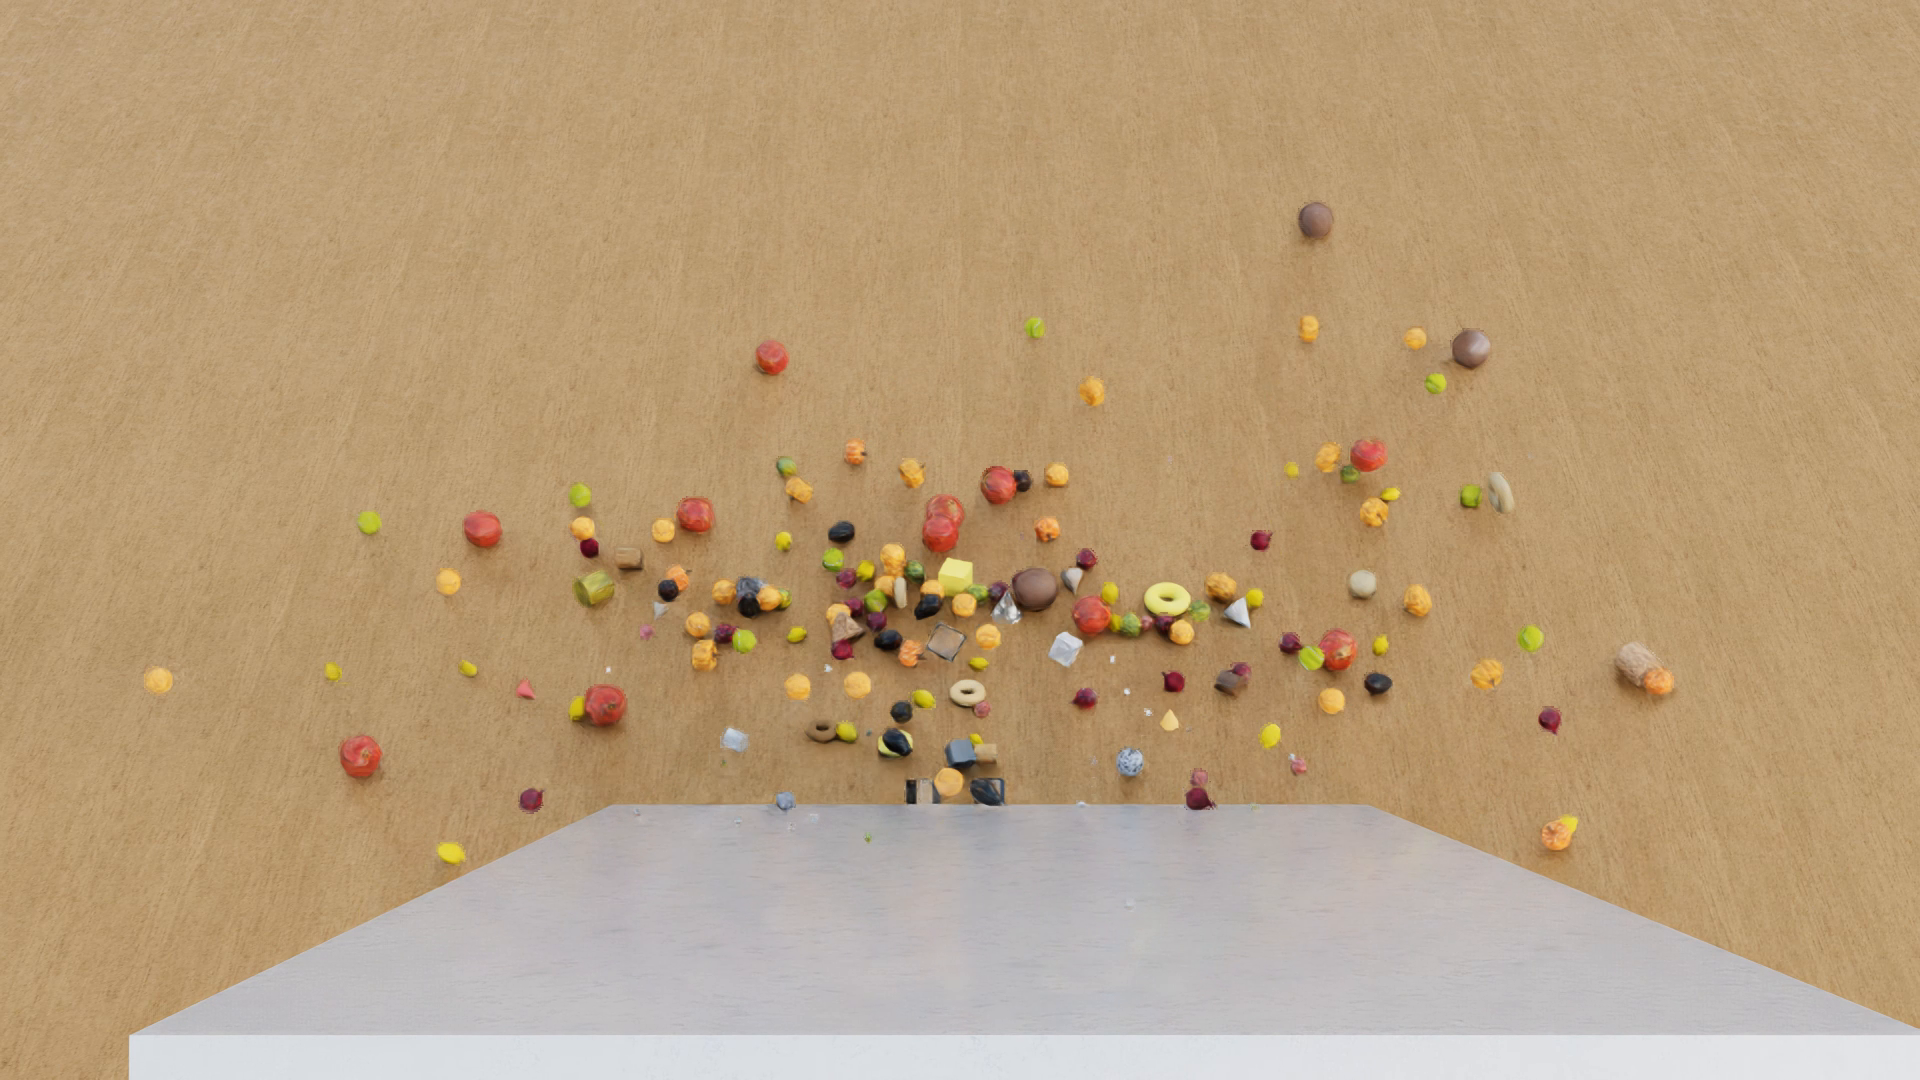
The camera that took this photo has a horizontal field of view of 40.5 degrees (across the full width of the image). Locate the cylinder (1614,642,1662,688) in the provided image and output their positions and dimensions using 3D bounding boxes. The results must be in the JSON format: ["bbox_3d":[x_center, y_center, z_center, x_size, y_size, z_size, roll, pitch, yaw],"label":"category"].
[{"bbox_3d":[1.931,0.357,7.402,0.095,0.095,0.095,-15,39,-20],"label":"cylinder"}]

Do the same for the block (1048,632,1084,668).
[{"bbox_3d":[0.302,0.312,7.432,0.065,0.065,0.065,30,23,12],"label":"block"}]

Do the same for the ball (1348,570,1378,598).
[{"bbox_3d":[1.197,0.132,7.723,0.085,0.085,0.085,0,36,0],"label":"ball"}]

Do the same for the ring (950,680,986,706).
[{"bbox_3d":[0.022,0.433,7.351,0.101,0.034,0.101,1,36,-1],"label":"ring"}]

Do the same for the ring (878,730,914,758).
[{"bbox_3d":[-0.178,0.562,7.173,0.098,0.033,0.098,-1,41,1],"label":"ring"}]

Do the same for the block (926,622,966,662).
[{"bbox_3d":[-0.041,0.292,7.447,0.083,0.083,0.083,29,2,-4],"label":"block"}]

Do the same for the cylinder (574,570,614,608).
[{"bbox_3d":[-1.083,0.143,7.702,0.085,0.085,0.085,-27,44,-32],"label":"cylinder"}]

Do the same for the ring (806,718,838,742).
[{"bbox_3d":[-0.381,0.528,7.224,0.089,0.030,0.089,-1,34,1],"label":"ring"}]

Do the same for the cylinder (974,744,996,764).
[{"bbox_3d":[0.068,0.585,7.103,0.058,0.058,0.058,-1,36,-6],"label":"cylinder"}]

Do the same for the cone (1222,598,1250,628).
[{"bbox_3d":[0.828,0.228,7.630,0.084,0.084,0.084,-26,70,-31],"label":"cone"}]

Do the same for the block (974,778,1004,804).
[{"bbox_3d":[0.079,0.667,6.900,0.067,0.067,0.067,0,-2,-12],"label":"block"}]

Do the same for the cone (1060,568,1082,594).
[{"bbox_3d":[0.338,0.132,7.767,0.072,0.072,0.072,-5,63,-7],"label":"cone"}]

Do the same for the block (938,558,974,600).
[{"bbox_3d":[-0.013,0.116,7.747,0.081,0.081,0.081,12,38,16],"label":"block"}]

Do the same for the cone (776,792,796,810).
[{"bbox_3d":[-0.449,0.672,6.611,0.051,0.051,0.051,6,11,9],"label":"cone"}]

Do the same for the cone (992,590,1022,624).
[{"bbox_3d":[0.138,0.184,7.645,0.091,0.091,0.091,0,36,0],"label":"cone"}]

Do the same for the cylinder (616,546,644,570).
[{"bbox_3d":[-0.994,0.054,7.838,0.070,0.070,0.070,-1,36,5],"label":"cylinder"}]

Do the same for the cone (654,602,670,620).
[{"bbox_3d":[-0.890,0.216,7.659,0.051,0.051,0.051,14,65,18],"label":"cone"}]

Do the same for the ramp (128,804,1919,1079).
[{"bbox_3d":[0.079,0.674,4.877,2.000,0.100,4.000,0,-2,0],"label":"ramp"}]

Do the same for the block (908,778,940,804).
[{"bbox_3d":[-0.096,0.669,6.915,0.064,0.064,0.064,2,-3,-37],"label":"block"}]

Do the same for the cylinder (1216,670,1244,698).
[{"bbox_3d":[0.763,0.405,7.356,0.062,0.062,0.062,21,41,24],"label":"cylinder"}]

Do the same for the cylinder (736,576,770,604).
[{"bbox_3d":[-0.611,0.150,7.672,0.074,0.074,0.074,23,3,28],"label":"cylinder"}]

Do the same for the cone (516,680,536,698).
[{"bbox_3d":[-1.220,0.433,7.350,0.052,0.052,0.052,30,43,12],"label":"cone"}]

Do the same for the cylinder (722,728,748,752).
[{"bbox_3d":[-0.616,0.550,7.139,0.052,0.052,0.052,20,40,20],"label":"cylinder"}]

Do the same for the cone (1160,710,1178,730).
[{"bbox_3d":[0.585,0.492,7.253,0.054,0.054,0.054,0,36,0],"label":"cone"}]

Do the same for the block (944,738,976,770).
[{"bbox_3d":[0.000,0.585,7.092,0.062,0.062,0.062,-8,67,-18],"label":"block"}]

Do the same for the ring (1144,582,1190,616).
[{"bbox_3d":[0.614,0.176,7.695,0.137,0.046,0.137,0,37,0],"label":"ring"}]

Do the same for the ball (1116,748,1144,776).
[{"bbox_3d":[0.462,0.606,7.077,0.076,0.076,0.076,0,36,0],"label":"ball"}]

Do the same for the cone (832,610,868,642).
[{"bbox_3d":[-0.309,0.263,7.560,0.095,0.095,0.095,15,29,-27],"label":"cone"}]
